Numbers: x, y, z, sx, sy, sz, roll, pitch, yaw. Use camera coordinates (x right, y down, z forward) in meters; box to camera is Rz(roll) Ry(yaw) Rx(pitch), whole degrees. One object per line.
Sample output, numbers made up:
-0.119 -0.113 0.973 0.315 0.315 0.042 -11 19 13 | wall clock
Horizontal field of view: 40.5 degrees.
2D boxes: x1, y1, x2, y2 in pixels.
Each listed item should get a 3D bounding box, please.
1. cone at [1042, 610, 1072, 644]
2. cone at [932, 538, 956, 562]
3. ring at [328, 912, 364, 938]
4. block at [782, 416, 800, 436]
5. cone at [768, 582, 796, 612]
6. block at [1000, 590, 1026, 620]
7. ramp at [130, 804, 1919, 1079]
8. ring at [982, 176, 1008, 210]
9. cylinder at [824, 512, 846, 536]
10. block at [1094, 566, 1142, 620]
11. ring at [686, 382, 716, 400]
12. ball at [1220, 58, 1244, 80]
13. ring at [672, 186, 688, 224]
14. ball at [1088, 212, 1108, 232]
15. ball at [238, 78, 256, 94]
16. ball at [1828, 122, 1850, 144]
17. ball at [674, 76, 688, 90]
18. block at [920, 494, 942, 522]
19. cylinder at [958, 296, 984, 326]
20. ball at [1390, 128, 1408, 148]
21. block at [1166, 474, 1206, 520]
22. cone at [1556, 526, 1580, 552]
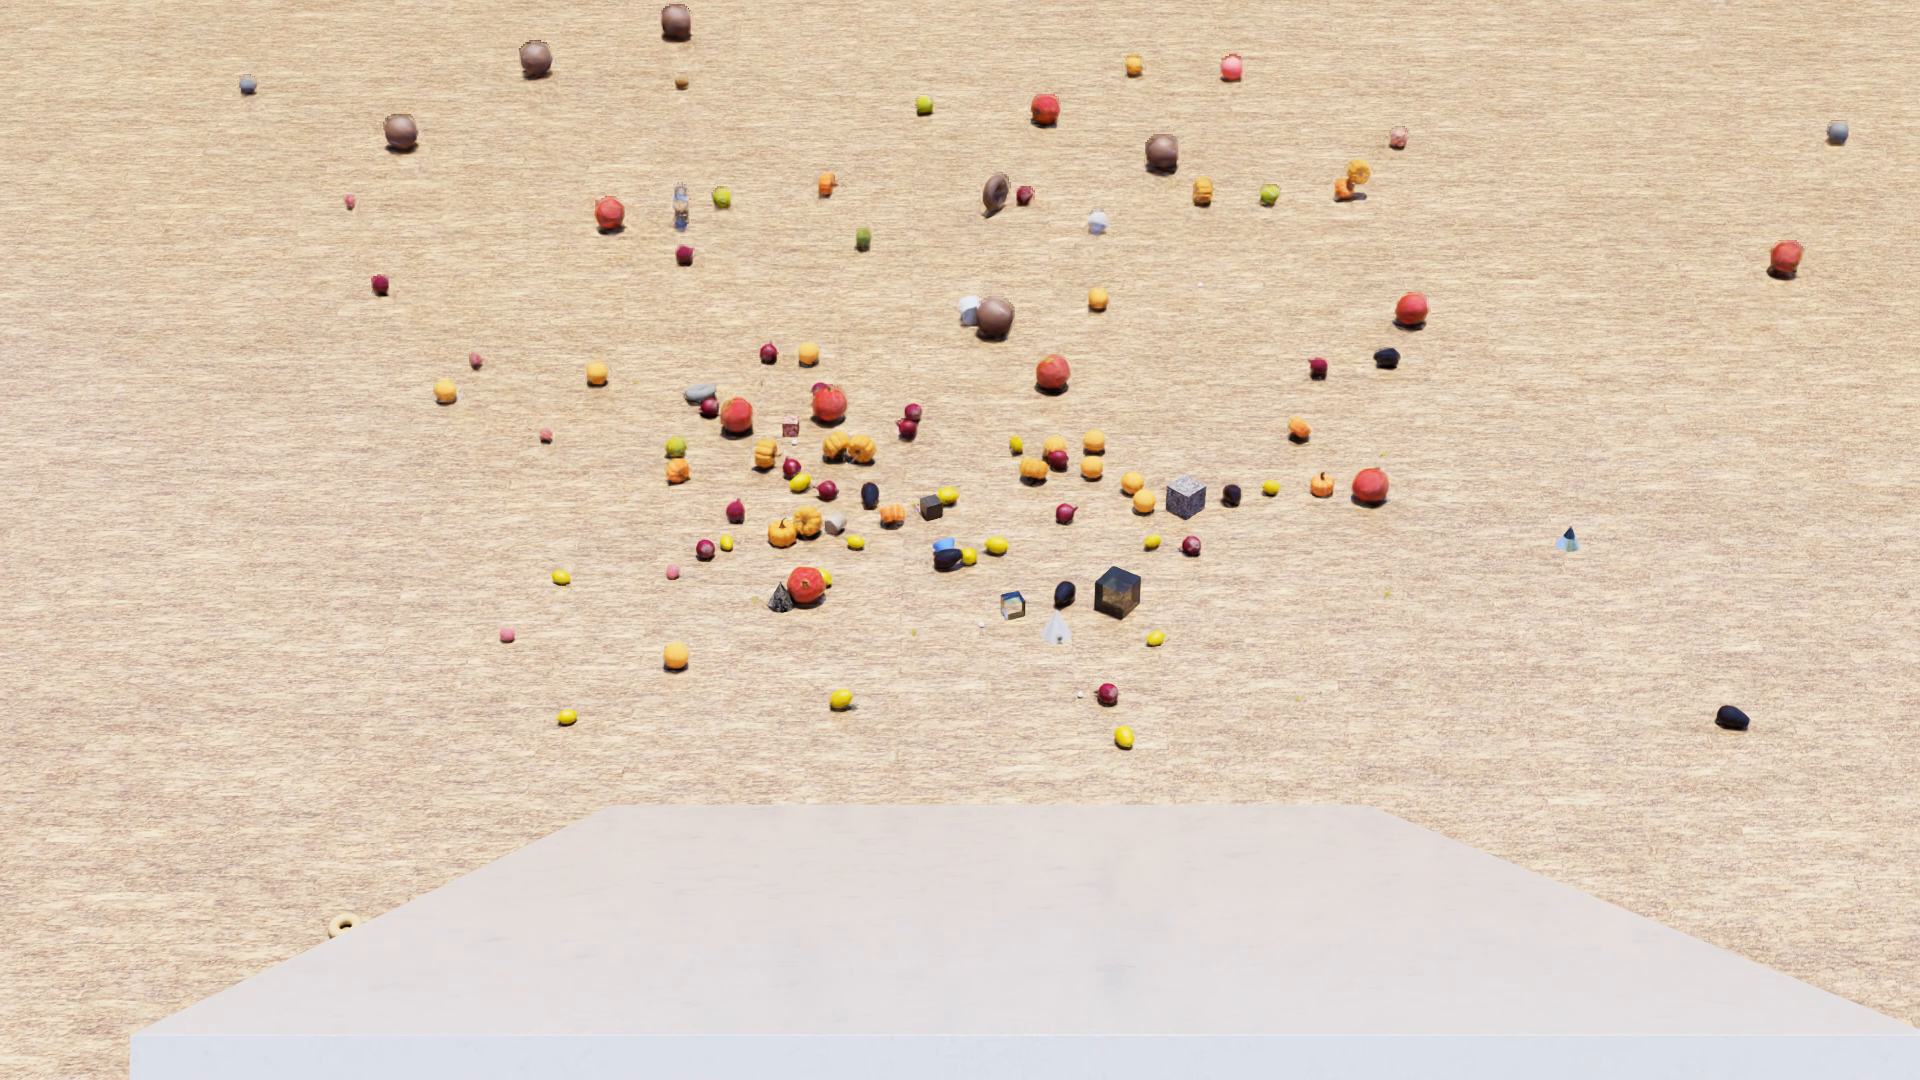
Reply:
0.281 0.238 7.574 0.089 0.089 0.089 0 36 0 | cone
-0.039 0.042 7.893 0.071 0.071 0.071 -11 64 -15 | cone
-1.560 0.983 6.600 0.089 0.030 0.089 1 37 -1 | ring
-0.550 -0.370 8.444 0.050 0.050 0.050 1 36 2 | block
-0.530 0.157 7.690 0.084 0.084 0.084 0 36 0 | cone
0.156 0.193 7.664 0.056 0.056 0.056 -13 38 -17 | block
0.079 0.675 4.879 2.000 0.100 4.000 0 -2 0 | ramp
0.131 -1.286 9.629 0.045 0.134 0.134 20 40 30 | ring
-0.385 -0.050 8.002 0.051 0.051 0.051 22 41 27 | cylinder
0.466 0.156 7.679 0.099 0.099 0.099 22 41 27 | block
-0.858 -0.491 8.609 0.106 0.035 0.106 -10 23 4 | ring
1.102 -1.910 10.530 0.090 0.090 0.090 0 36 0 | ball
-1.026 -1.231 9.551 0.048 0.144 0.144 -4 36 -10 | ring
0.507 -1.167 9.520 0.075 0.075 0.075 0 36 0 | ball
-2.859 -1.823 10.429 0.068 0.068 0.068 0 36 0 | ball
3.408 -1.581 10.084 0.082 0.082 0.082 0 36 0 | ball
-1.120 -1.844 10.468 0.056 0.056 0.056 0 36 0 | ball
-0.089 -0.100 8.070 0.054 0.054 0.054 -15 39 -20 | block
0.038 -0.793 9.003 0.078 0.078 0.078 -7 37 -9 | cylinder
1.698 -1.556 10.060 0.070 0.070 0.070 0 36 0 | ball
0.703 -0.133 8.087 0.087 0.087 0.087 30 46 35 | block
1.861 -0.014 7.935 0.073 0.073 0.073 0 36 0 | cone
